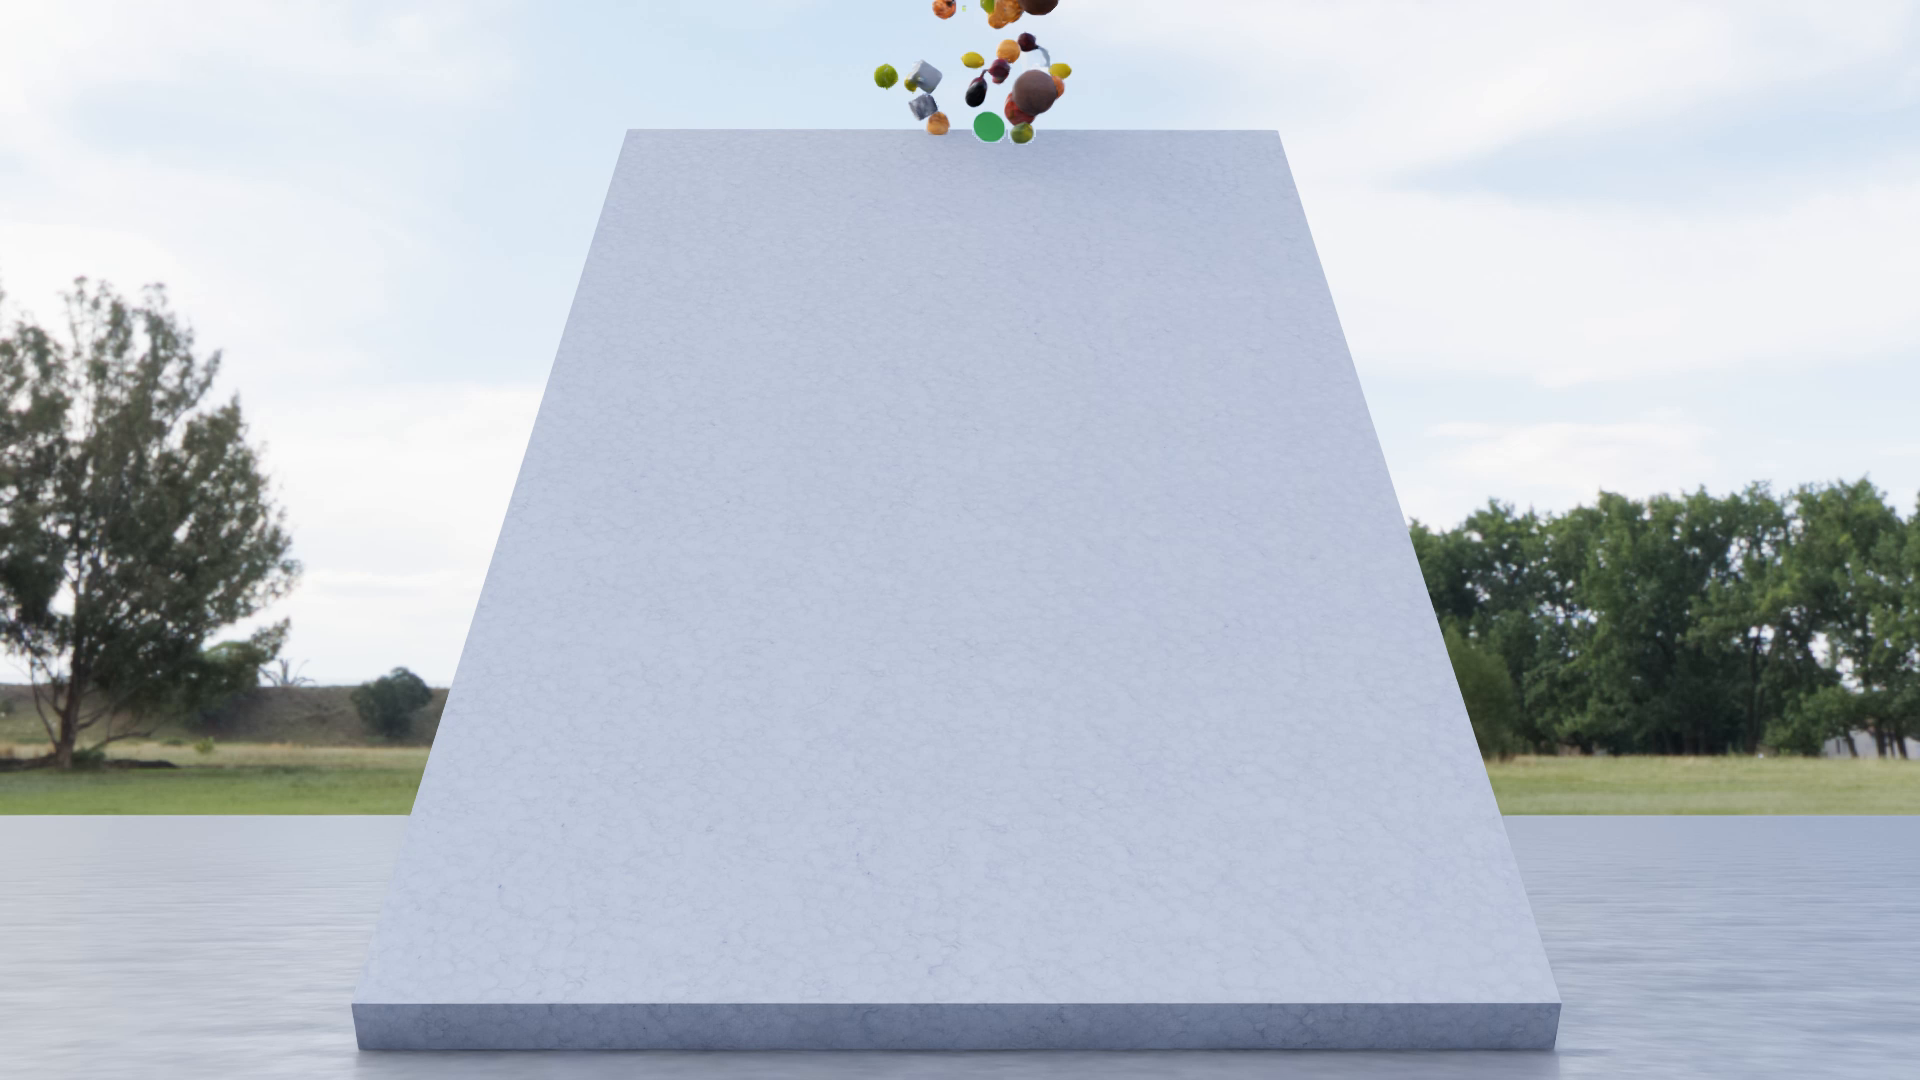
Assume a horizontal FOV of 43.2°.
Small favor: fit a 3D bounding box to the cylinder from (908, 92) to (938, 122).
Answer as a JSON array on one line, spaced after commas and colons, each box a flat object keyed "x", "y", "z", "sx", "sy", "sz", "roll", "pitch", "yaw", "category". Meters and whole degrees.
[{"x": -0.111, "y": -1.317, "z": 7.359, "sx": 0.066, "sy": 0.066, "sz": 0.066, "roll": -31, "pitch": -3, "yaw": -8, "category": "cylinder"}]

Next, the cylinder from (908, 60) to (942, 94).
[{"x": -0.103, "y": -1.381, "z": 7.221, "sx": 0.076, "sy": 0.076, "sz": 0.076, "roll": 31, "pitch": -17, "yaw": -18, "category": "cylinder"}]

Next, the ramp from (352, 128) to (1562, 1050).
[{"x": -0.014, "y": -0.206, "z": 5.750, "sx": 2.000, "sy": 0.100, "sz": 4.000, "roll": 0, "pitch": 30, "yaw": 0, "category": "ramp"}]

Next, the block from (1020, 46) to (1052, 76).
[{"x": 0.226, "y": -1.439, "z": 7.266, "sx": 0.064, "sy": 0.064, "sz": 0.064, "roll": -12, "pitch": -7, "yaw": 32, "category": "block"}]
